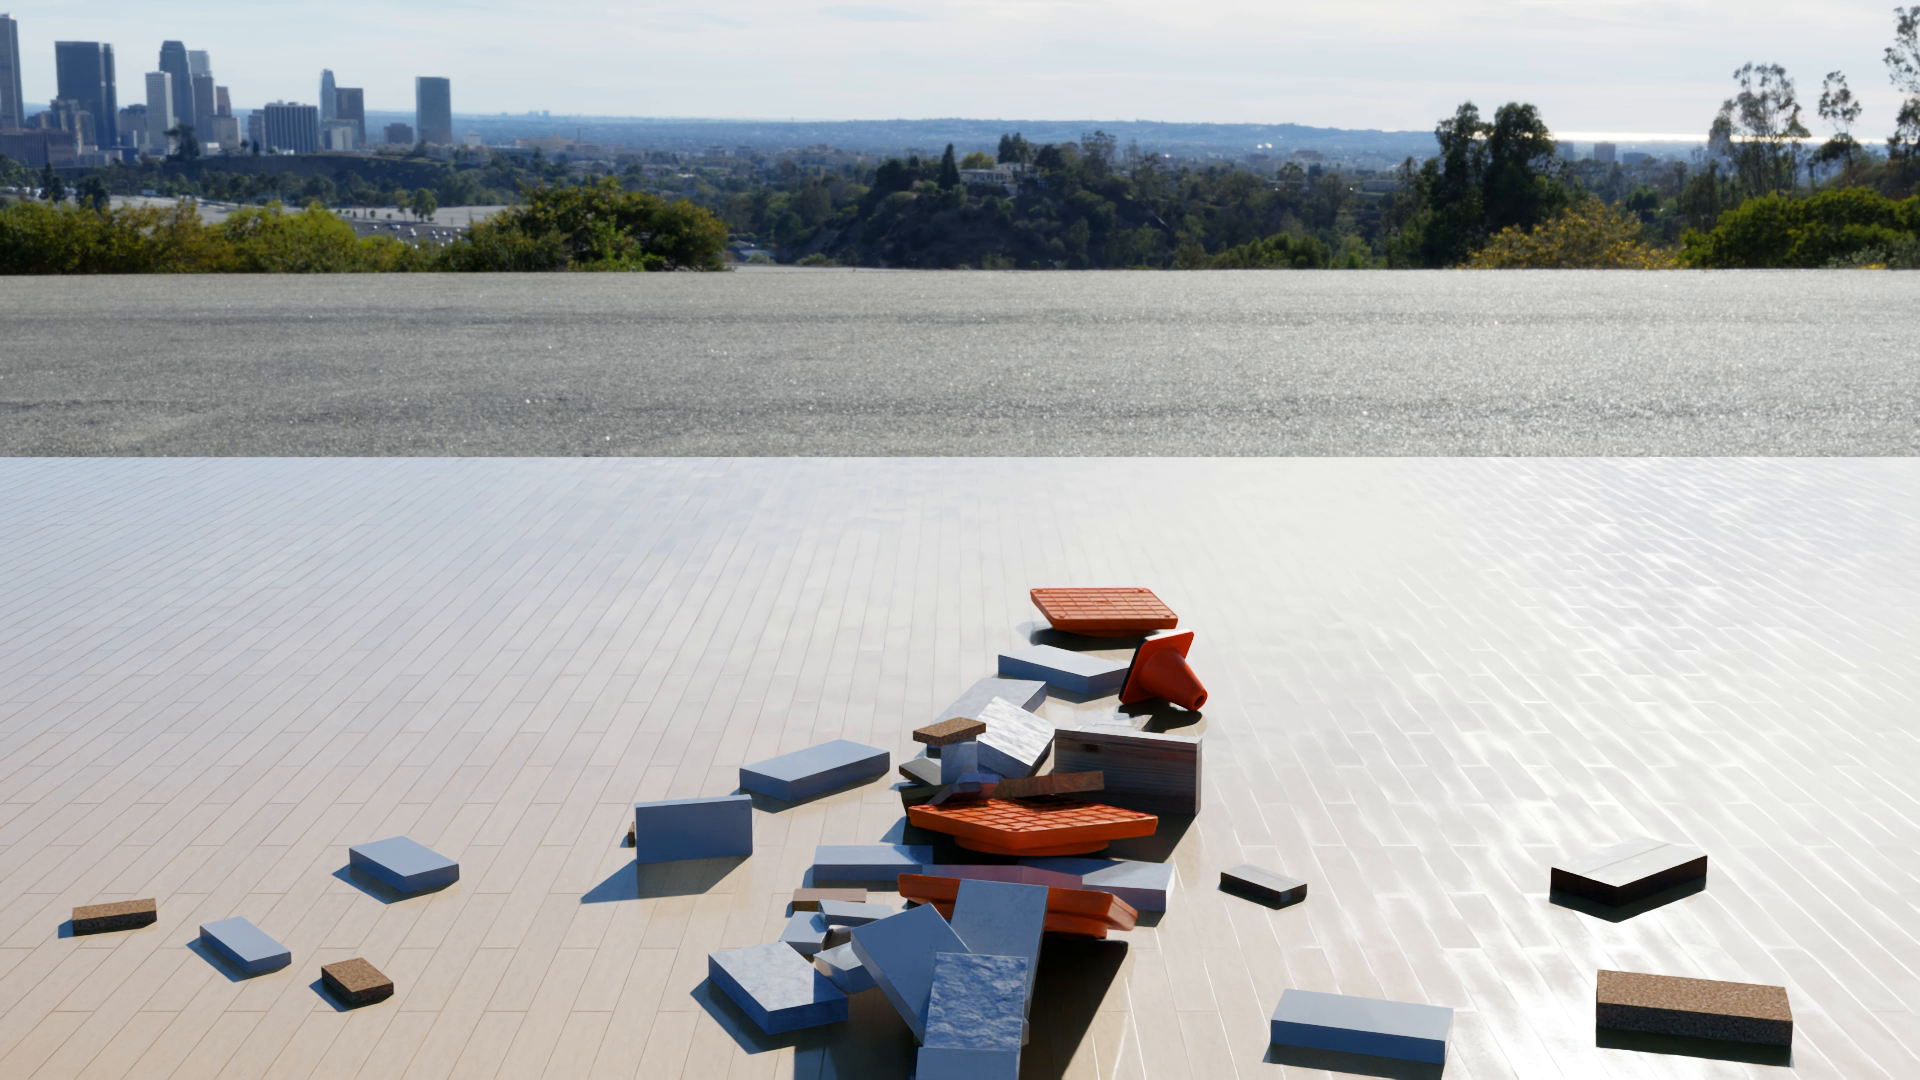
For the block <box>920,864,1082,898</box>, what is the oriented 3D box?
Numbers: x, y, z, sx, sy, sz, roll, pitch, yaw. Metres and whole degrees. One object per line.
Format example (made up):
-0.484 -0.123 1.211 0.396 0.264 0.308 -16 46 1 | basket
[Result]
0.062 0.529 3.409 0.120 0.034 0.248 16 -16 -36 | block

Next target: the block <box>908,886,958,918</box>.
-0.025 0.593 3.607 0.060 0.017 0.120 -9 14 -42 | block

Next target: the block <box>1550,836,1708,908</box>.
1.135 0.560 3.727 0.261 0.037 0.131 -8 13 -38 | block

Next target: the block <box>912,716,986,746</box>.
-0.019 0.360 4.128 0.067 0.019 0.133 9 14 40 | block

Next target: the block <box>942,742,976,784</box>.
-0.002 0.443 4.098 0.067 0.133 0.019 0 11 0 | block

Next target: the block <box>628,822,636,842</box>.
-0.532 0.526 3.967 0.126 0.018 0.063 0 11 0 | block

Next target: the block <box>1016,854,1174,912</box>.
0.221 0.571 3.669 0.261 0.037 0.131 2 11 11 | block

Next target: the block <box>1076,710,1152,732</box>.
0.301 0.410 4.531 0.139 0.039 0.277 3 11 16 | block

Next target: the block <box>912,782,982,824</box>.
-0.024 0.477 3.984 0.067 0.019 0.134 1 -31 -37 | block

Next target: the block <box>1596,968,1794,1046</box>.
1.047 0.668 3.148 0.261 0.037 0.131 3 11 15 | block

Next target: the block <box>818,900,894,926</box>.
-0.163 0.598 3.511 0.120 0.017 0.060 8 12 -16 | block

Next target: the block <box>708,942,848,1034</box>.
-0.269 0.654 3.227 0.123 0.035 0.246 -5 12 -26 | block

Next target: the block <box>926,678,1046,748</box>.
0.061 0.372 4.726 0.148 0.042 0.441 3 11 15 | block

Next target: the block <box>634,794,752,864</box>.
-0.466 0.505 3.848 0.203 0.101 0.029 -3 11 -14 | block

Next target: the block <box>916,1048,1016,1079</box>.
0.003 0.698 2.605 0.121 0.034 0.242 2 28 3 | block

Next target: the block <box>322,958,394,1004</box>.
-0.897 0.655 3.272 0.063 0.018 0.126 -8 13 -36 | block

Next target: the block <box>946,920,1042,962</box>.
0.034 0.595 3.267 0.127 0.036 0.254 3 -13 15 | block

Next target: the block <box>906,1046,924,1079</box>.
-0.012 0.716 2.903 0.113 0.032 0.225 1 11 5 | block

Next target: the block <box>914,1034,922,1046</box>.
-0.005 0.664 3.063 0.112 0.032 0.225 0 -1 0 | block

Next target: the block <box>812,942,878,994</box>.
-0.129 0.612 3.205 0.123 0.035 0.246 -17 -1 -15 | block

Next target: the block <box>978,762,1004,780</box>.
0.037 0.444 4.296 0.064 0.018 0.128 20 10 -25 | block

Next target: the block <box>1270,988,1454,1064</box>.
0.565 0.681 3.086 0.239 0.034 0.120 3 11 18 | block

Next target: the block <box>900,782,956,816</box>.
-0.038 0.476 4.063 0.134 0.019 0.067 -10 -32 2 | block

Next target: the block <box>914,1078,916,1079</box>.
-0.004 0.704 2.785 0.113 0.032 0.225 2 10 10 | block

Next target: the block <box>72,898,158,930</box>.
-1.363 0.604 3.547 0.126 0.018 0.063 -4 11 -21 | block

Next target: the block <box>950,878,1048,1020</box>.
0.046 0.567 3.059 0.127 0.036 0.254 4 28 7 | block

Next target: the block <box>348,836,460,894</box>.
-0.955 0.555 3.776 0.101 0.029 0.203 -9 14 -41 | block

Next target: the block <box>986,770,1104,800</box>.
0.142 0.456 4.072 0.120 0.034 0.239 0 -9 -38 | block

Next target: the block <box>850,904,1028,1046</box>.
-0.030 0.594 2.933 0.123 0.035 0.279 -15 32 -24 | block

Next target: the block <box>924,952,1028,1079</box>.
0.019 0.623 2.809 0.121 0.034 0.242 3 30 4 | block

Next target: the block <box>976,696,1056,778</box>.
0.099 0.400 4.424 0.148 0.042 0.295 26 15 8 | block

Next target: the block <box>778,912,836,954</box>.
-0.240 0.618 3.465 0.067 0.019 0.134 1 11 7 | block

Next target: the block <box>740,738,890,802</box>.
-0.283 0.450 4.317 0.139 0.039 0.277 9 14 41 | block

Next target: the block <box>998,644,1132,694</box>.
0.243 0.300 5.117 0.148 0.042 0.295 -9 14 -42 | block

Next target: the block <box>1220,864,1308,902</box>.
0.510 0.576 3.694 0.067 0.019 0.134 -9 14 -40 | block

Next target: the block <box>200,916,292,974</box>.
-1.111 0.627 3.416 0.067 0.019 0.201 -8 13 -38 | block

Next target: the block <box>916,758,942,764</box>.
-0.032 0.453 4.358 0.128 0.018 0.064 3 11 16 | block

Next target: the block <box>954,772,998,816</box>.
0.015 0.466 4.025 0.067 0.019 0.134 5 -35 -20 | block

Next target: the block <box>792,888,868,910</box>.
-0.214 0.591 3.616 0.120 0.017 0.060 0 11 0 | block

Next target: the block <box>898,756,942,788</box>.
-0.057 0.458 4.277 0.064 0.018 0.128 -16 23 -33 | block

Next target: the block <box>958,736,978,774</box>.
-0.001 0.428 4.175 0.067 0.133 0.019 1 11 4 | block

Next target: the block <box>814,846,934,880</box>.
-0.148 0.555 3.780 0.203 0.029 0.101 0 11 0 | block

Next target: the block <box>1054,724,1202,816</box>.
0.315 0.431 4.144 0.278 0.139 0.039 4 11 21 | block
